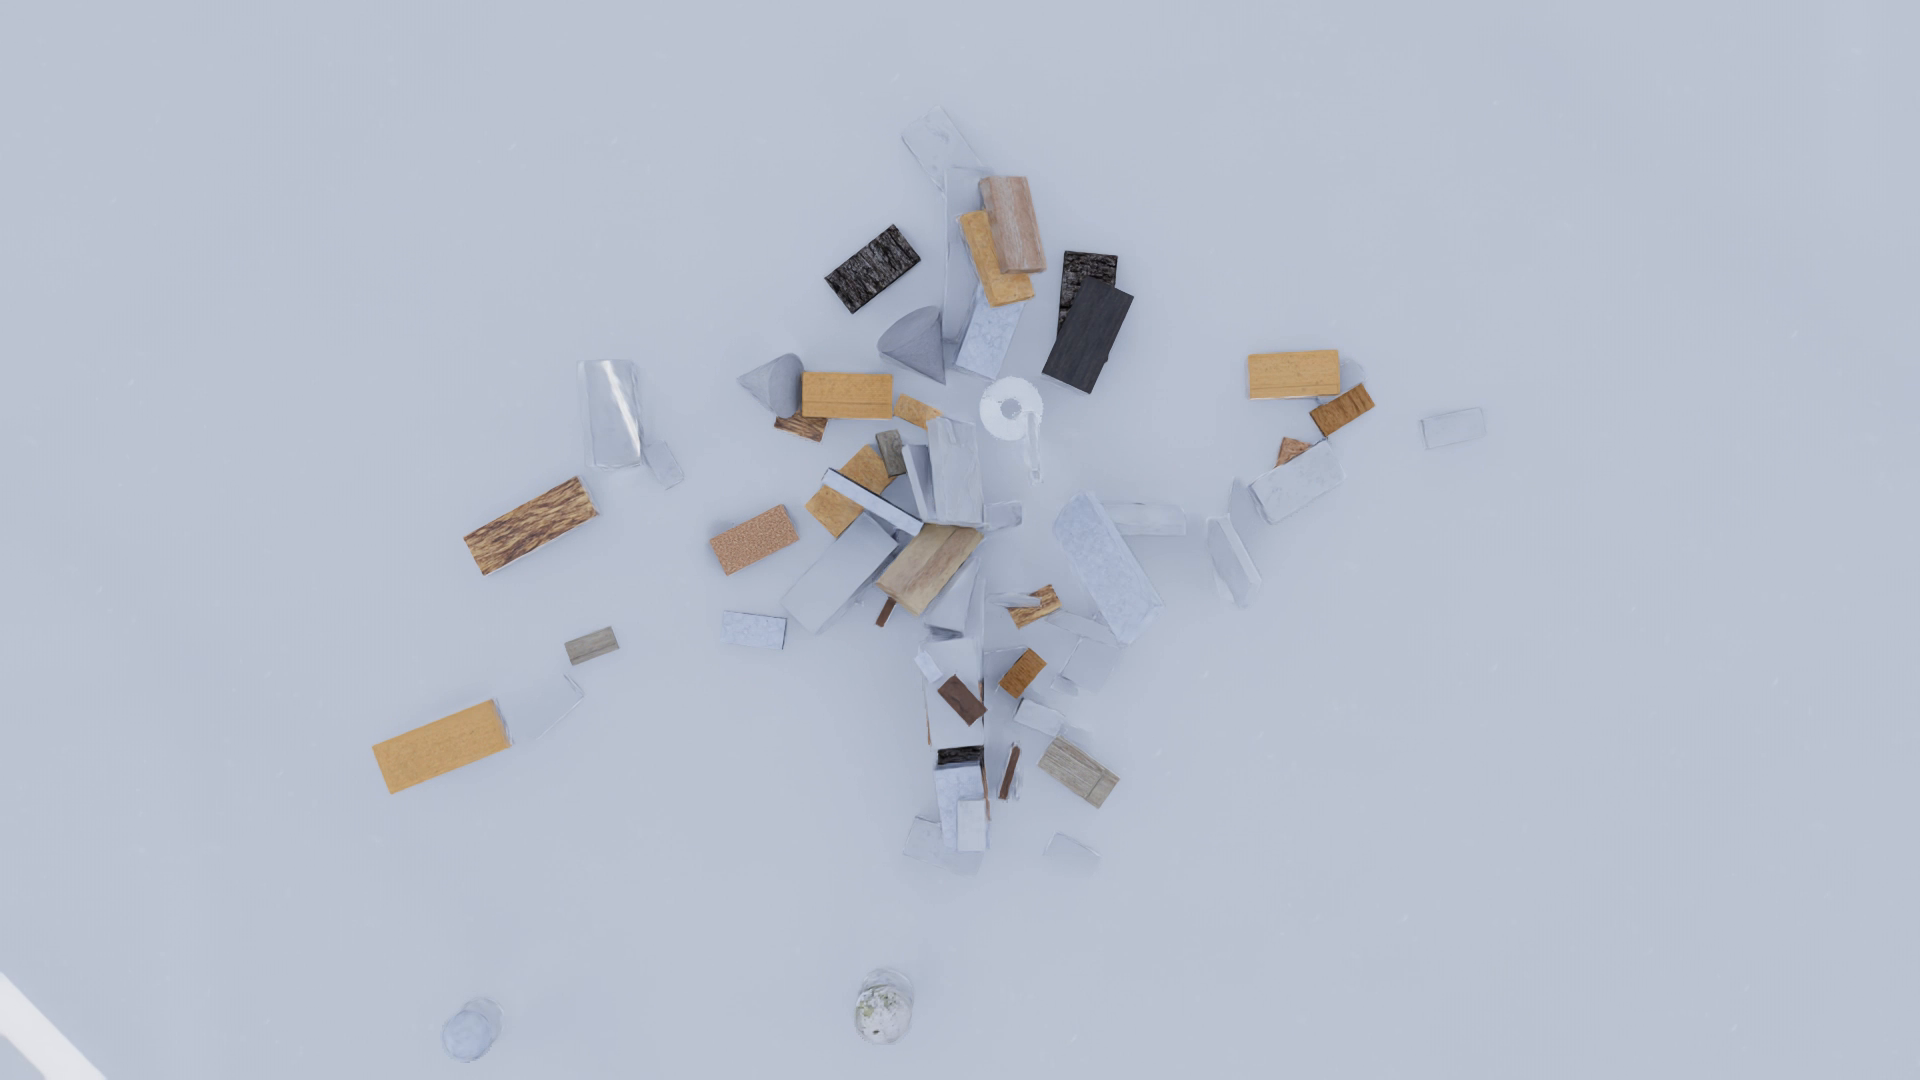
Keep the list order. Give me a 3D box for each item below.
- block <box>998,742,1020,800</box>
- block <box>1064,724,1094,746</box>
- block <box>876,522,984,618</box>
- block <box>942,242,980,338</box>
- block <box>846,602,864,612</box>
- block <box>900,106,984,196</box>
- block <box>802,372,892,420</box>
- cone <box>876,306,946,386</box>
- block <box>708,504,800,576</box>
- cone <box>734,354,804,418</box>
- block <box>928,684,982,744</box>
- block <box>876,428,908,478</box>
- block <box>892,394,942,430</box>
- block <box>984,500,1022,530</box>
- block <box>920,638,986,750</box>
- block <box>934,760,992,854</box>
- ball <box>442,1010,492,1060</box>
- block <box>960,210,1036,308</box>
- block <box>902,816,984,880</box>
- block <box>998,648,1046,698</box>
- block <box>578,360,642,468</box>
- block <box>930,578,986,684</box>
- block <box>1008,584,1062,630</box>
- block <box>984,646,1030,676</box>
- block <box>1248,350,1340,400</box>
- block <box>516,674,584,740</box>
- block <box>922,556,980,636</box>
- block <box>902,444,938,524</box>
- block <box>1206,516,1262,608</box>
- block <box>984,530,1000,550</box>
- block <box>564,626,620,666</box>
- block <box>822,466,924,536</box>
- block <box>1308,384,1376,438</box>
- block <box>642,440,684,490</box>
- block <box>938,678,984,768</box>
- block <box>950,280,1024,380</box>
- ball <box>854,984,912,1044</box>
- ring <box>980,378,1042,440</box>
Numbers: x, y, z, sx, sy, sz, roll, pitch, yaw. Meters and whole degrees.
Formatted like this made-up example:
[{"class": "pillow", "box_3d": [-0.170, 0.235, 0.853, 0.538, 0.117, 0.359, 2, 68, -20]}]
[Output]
[{"class": "block", "box_3d": [0.163, 0.765, 5.455, 0.025, 0.089, 0.178, 16, 90, 0]}, {"class": "block", "box_3d": [0.398, 0.652, 5.493, 0.092, 0.013, 0.046, 19, 90, 0]}, {"class": "block", "box_3d": [-0.097, 0.067, 5.389, 0.175, 0.049, 0.349, 39, 70, 3]}, {"class": "block", "box_3d": [0.030, -0.819, 5.443, 0.155, 0.044, 0.310, 4, 100, -6]}, {"class": "block", "box_3d": [-0.375, 0.228, 5.473, 0.109, 0.054, 0.015, -16, 90, 0]}, {"class": "block", "box_3d": [-0.042, -1.267, 5.478, 0.158, 0.045, 0.315, -36, 90, 0]}, {"class": "block", "box_3d": [-0.373, -0.477, 5.464, 0.295, 0.042, 0.148, 1, 90, -6]}, {"class": "cone", "box_3d": [-0.109, -0.602, 5.446, 0.243, 0.243, 0.243, -35, 117, 0]}, {"class": "block", "box_3d": [-0.682, -0.001, 5.466, 0.267, 0.038, 0.134, -27, 93, -5]}, {"class": "cone", "box_3d": [-0.658, -0.522, 5.451, 0.214, 0.214, 0.214, 9, 90, 27]}, {"class": "block", "box_3d": [-0.015, 0.499, 5.409, 0.172, 0.049, 0.344, 1, 67, 2]}, {"class": "block", "box_3d": [-0.222, -0.288, 5.463, 0.076, 0.021, 0.151, -14, 78, -20]}, {"class": "block", "box_3d": [-0.143, -0.423, 5.489, 0.151, 0.021, 0.076, 25, 90, 0]}, {"class": "block", "box_3d": [0.142, -0.081, 5.429, 0.023, 0.160, 0.080, 9, 103, 43]}, {"class": "block", "box_3d": [-0.024, 0.497, 5.315, 0.172, 0.049, 0.344, -6, 81, -1]}, {"class": "block", "box_3d": [0.008, 0.867, 5.356, 0.150, 0.042, 0.300, -7, 107, 2]}, {"class": "ball", "box_3d": [-1.620, 1.628, 5.422, 0.155, 0.155, 0.155, 0, 90, 0]}, {"class": "block", "box_3d": [0.122, -0.922, 5.366, 0.155, 0.044, 0.310, -18, 88, -32]}, {"class": "block", "box_3d": [-0.050, 1.023, 5.482, 0.252, 0.036, 0.126, 20, 90, 0]}, {"class": "block", "box_3d": [0.208, 0.442, 5.467, 0.079, 0.022, 0.158, 41, 90, 0]}, {"class": "block", "box_3d": [-1.153, -0.417, 5.426, 0.172, 0.049, 0.345, -5, 90, -40]}, {"class": "block", "box_3d": [-0.009, 0.295, 5.423, 0.172, 0.049, 0.344, 2, 72, 0]}, {"class": "block", "box_3d": [0.248, 0.222, 5.476, 0.166, 0.023, 0.083, -28, 77, 2]}, {"class": "block", "box_3d": [0.160, 0.404, 5.489, 0.155, 0.022, 0.077, -10, 90, 0]}, {"class": "block", "box_3d": [1.104, -0.547, 5.453, 0.292, 0.041, 0.146, -2, 89, 10]}, {"class": "block", "box_3d": [-1.363, 0.555, 5.485, 0.206, 0.029, 0.103, -42, 90, 0]}, {"class": "block", "box_3d": [-0.029, 0.171, 5.412, 0.134, 0.038, 0.267, 12, 67, 4]}, {"class": "block", "box_3d": [-0.097, -0.184, 5.395, 0.038, 0.134, 0.267, -34, 64, 42]}, {"class": "block", "box_3d": [0.888, 0.070, 5.362, 0.039, 0.138, 0.276, -9, 53, -17]}, {"class": "block", "box_3d": [0.105, -0.018, 5.493, 0.048, 0.014, 0.096, -6, 90, 0]}, {"class": "block", "box_3d": [-1.226, 0.353, 5.488, 0.163, 0.023, 0.081, -20, 90, 0]}, {"class": "block", "box_3d": [-0.287, -0.125, 5.370, 0.352, 0.176, 0.050, 30, 92, -6]}, {"class": "block", "box_3d": [1.271, -0.435, 5.486, 0.194, 0.028, 0.097, -32, 90, 0]}, {"class": "block", "box_3d": [-0.986, -0.251, 5.489, 0.076, 0.021, 0.151, -30, 90, 0]}, {"class": "block", "box_3d": [0.003, 0.601, 5.417, 0.150, 0.042, 0.300, -2, 67, 2]}, {"class": "block", "box_3d": [0.096, -0.700, 5.424, 0.155, 0.044, 0.310, 19, 94, -26]}, {"class": "ball", "box_3d": [-0.251, 1.552, 5.405, 0.189, 0.189, 0.189, 0, 90, 0]}, {"class": "ring", "box_3d": [0.169, -0.434, 5.466, 0.210, 0.070, 0.210, 0, 91, 0]}]
